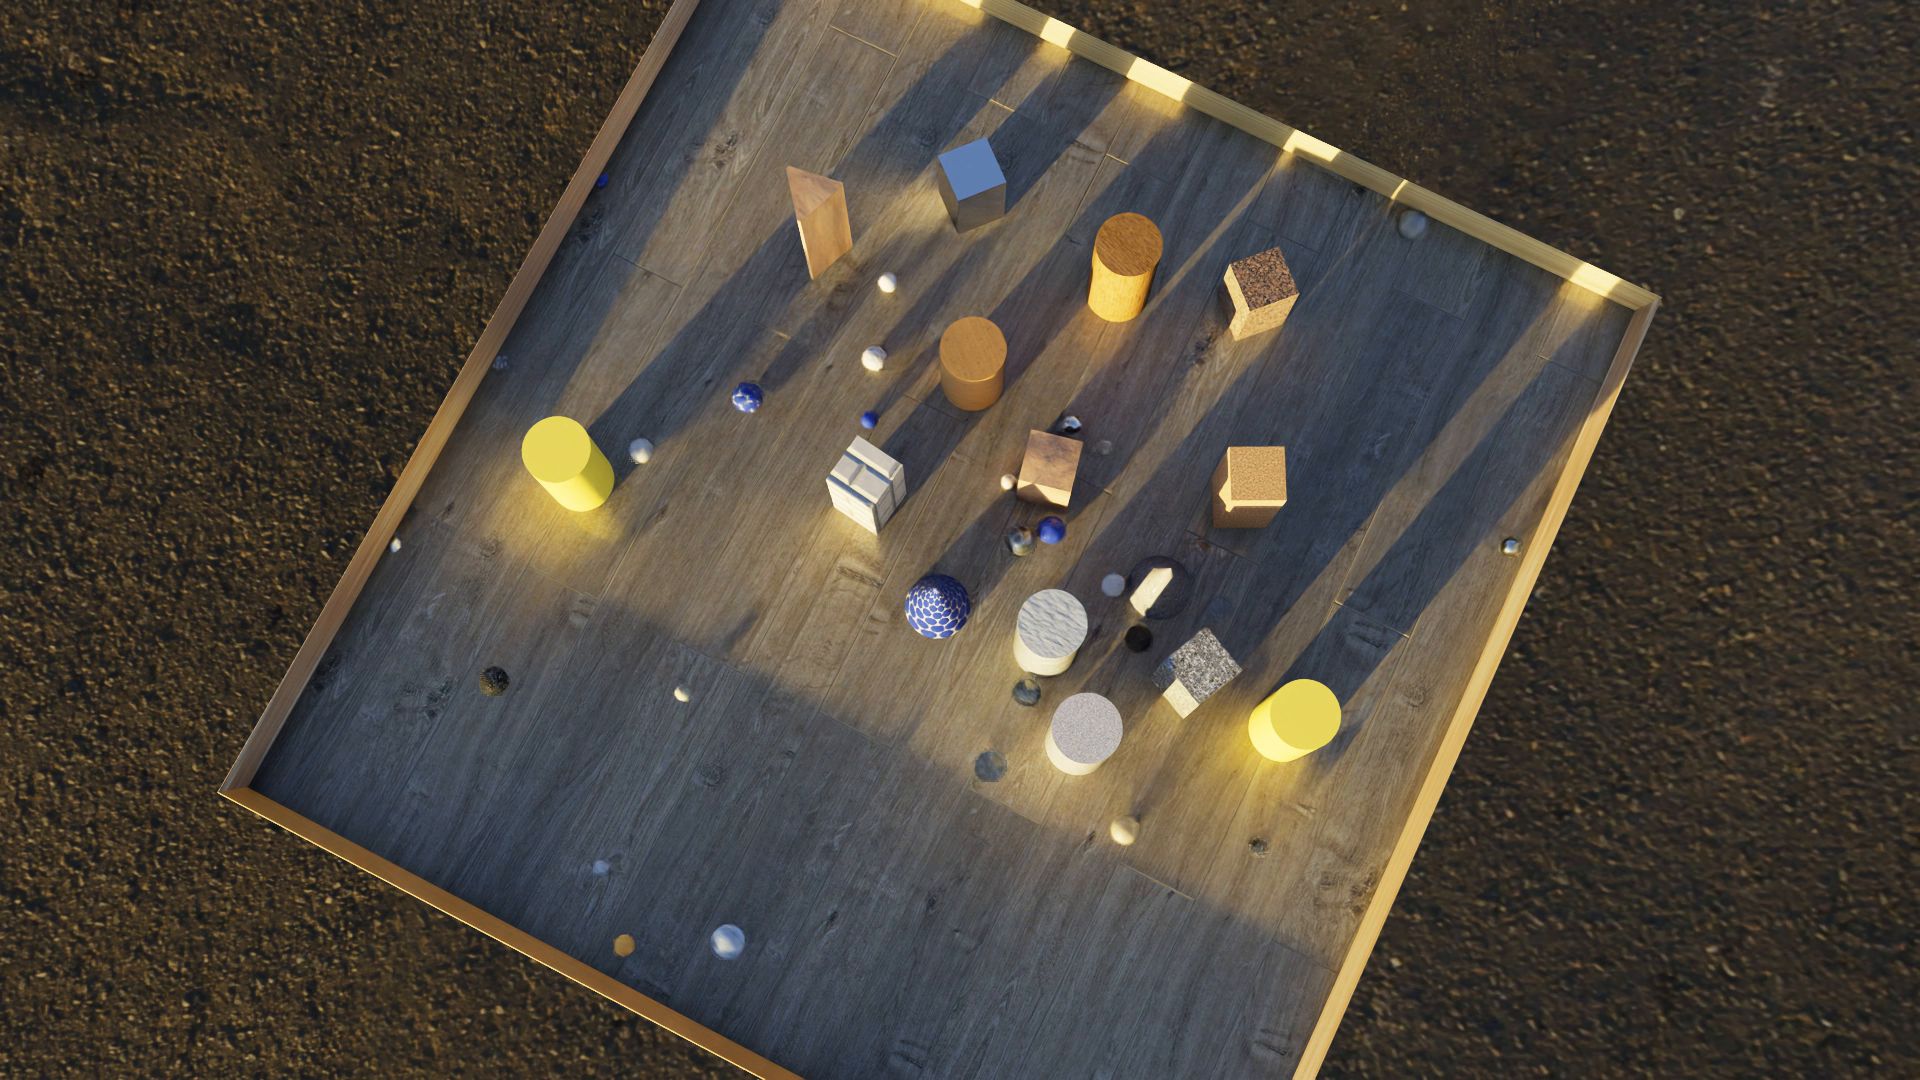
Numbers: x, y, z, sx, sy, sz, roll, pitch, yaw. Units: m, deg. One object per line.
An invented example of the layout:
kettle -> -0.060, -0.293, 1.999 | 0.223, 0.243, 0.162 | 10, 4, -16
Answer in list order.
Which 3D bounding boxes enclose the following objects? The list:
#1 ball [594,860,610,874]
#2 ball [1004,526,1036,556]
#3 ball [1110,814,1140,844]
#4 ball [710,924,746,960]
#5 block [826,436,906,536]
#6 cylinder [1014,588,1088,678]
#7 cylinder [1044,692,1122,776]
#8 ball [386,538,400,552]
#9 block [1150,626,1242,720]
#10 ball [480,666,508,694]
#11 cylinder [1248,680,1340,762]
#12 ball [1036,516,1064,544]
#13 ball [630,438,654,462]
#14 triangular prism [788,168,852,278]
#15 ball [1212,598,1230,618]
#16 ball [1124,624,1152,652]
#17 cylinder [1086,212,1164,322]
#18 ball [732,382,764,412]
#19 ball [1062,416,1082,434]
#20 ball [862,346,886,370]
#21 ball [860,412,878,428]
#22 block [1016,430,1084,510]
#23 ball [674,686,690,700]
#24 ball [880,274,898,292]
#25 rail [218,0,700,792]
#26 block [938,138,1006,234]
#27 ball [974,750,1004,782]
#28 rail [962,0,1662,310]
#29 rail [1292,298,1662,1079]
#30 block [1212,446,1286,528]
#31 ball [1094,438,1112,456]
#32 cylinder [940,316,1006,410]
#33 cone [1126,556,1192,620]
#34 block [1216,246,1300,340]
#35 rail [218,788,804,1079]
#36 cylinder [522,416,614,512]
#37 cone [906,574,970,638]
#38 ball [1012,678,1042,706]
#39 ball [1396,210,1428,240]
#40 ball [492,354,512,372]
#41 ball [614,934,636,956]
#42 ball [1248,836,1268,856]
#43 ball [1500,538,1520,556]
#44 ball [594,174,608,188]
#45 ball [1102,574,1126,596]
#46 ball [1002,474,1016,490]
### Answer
ball -> -1.054, 0.962, 5.394 | 0.046, 0.046, 0.046 | 0, 78, 0
ball -> 0.182, 0.001, 5.569 | 0.092, 0.092, 0.092 | 0, 78, 0
ball -> 0.487, 0.852, 5.397 | 0.085, 0.085, 0.085 | 0, 78, 0
ball -> -0.674, 1.167, 5.324 | 0.099, 0.099, 0.099 | 0, 78, 0
block -> -0.276, -0.159, 5.465 | 0.159, 0.361, 0.159 | 34, 80, 7
cylinder -> 0.260, 0.278, 5.344 | 0.199, 0.421, 0.199 | 0, 78, 0
cylinder -> 0.354, 0.564, 5.295 | 0.199, 0.401, 0.199 | 0, 78, 0
ball -> -1.729, 0.014, 5.591 | 0.045, 0.045, 0.045 | 0, 78, 0
block -> 0.684, 0.392, 5.346 | 0.159, 0.372, 0.159 | -37, 81, -7
ball -> -1.394, 0.422, 5.487 | 0.083, 0.083, 0.083 | 0, 78, 0
cylinder -> 0.966, 0.527, 5.312 | 0.199, 0.384, 0.199 | 0, 78, 0
ball -> 0.276, -0.031, 5.579 | 0.086, 0.086, 0.086 | 0, 78, 0
ball -> -0.980, -0.276, 5.636 | 0.074, 0.074, 0.074 | 0, 78, 0
triangular prism -> -0.454, -0.984, 5.571 | 0.172, 0.489, 0.149 | -42, 81, -8
ball -> 0.790, 0.205, 5.544 | 0.059, 0.059, 0.059 | 0, 78, 0
ball -> 0.537, 0.296, 5.514 | 0.081, 0.081, 0.081 | 0, 78, 0
cylinder -> 0.496, -0.824, 5.576 | 0.199, 0.415, 0.199 | 0, 78, 0
ball -> -0.656, -0.440, 5.659 | 0.095, 0.095, 0.095 | 0, 78, 0
ball -> 0.345, -0.356, 5.661 | 0.058, 0.058, 0.058 | 0, 78, 0
ball -> -0.266, -0.565, 5.695 | 0.076, 0.076, 0.076 | 0, 78, 0
ball -> -0.282, -0.370, 5.667 | 0.052, 0.052, 0.052 | 0, 78, 0
block -> 0.269, -0.209, 5.533 | 0.159, 0.249, 0.159 | 14, 79, 3
ball -> -0.833, 0.458, 5.498 | 0.046, 0.046, 0.046 | 0, 78, 0
ball -> -0.225, -0.807, 5.754 | 0.059, 0.059, 0.059 | 0, 78, 0
rail -> -1.405, -0.681, 5.691 | 0.045, 0.129, 3.288 | 26, 80, 5
block -> 0.037, -1.098, 5.700 | 0.159, 0.281, 0.159 | -22, 79, -5
ball -> 0.086, 0.669, 5.432 | 0.090, 0.090, 0.090 | 0, 78, 0
rail -> 0.725, -1.412, 5.842 | 3.190, 0.129, 0.045 | 26, 80, 5
rail -> 1.405, 0.695, 5.406 | 0.045, 0.129, 3.288 | 26, 80, 5
block -> 0.857, -0.153, 5.455 | 0.159, 0.378, 0.159 | 0, 78, 0
ball -> 0.441, -0.286, 5.650 | 0.050, 0.050, 0.050 | 0, 78, 0
cylinder -> 0.039, -0.531, 5.561 | 0.199, 0.325, 0.199 | 0, 78, 0
cone -> 0.607, 0.113, 5.432 | 0.199, 0.316, 0.199 | 0, 78, 0
block -> 0.911, -0.752, 5.625 | 0.159, 0.289, 0.159 | -20, 79, -4
rail -> -0.725, 1.426, 5.254 | 3.190, 0.129, 0.045 | 26, 80, 5
cylinder -> -1.166, -0.223, 5.473 | 0.199, 0.371, 0.199 | 0, 78, 0
cone -> -0.067, 0.170, 5.424 | 0.199, 0.309, 0.199 | 0, 78, 0
ball -> 0.200, 0.456, 5.479 | 0.086, 0.086, 0.086 | 0, 78, 0
ball -> 1.423, -0.992, 5.773 | 0.096, 0.096, 0.096 | 0, 78, 0
ball -> -1.427, -0.552, 5.700 | 0.060, 0.060, 0.060 | 0, 78, 0
ball -> -0.978, 1.182, 5.341 | 0.062, 0.062, 0.062 | 0, 78, 0
ball -> 0.879, 0.903, 5.399 | 0.060, 0.060, 0.060 | 0, 78, 0
ball -> 1.676, 0.021, 5.582 | 0.059, 0.059, 0.059 | 0, 78, 0
ball -> -1.143, -1.142, 5.831 | 0.043, 0.043, 0.043 | 0, 78, 0
ball -> 0.466, 0.135, 5.553 | 0.070, 0.070, 0.070 | 0, 78, 0
ball -> 0.151, -0.179, 5.630 | 0.047, 0.047, 0.047 | 0, 78, 0
